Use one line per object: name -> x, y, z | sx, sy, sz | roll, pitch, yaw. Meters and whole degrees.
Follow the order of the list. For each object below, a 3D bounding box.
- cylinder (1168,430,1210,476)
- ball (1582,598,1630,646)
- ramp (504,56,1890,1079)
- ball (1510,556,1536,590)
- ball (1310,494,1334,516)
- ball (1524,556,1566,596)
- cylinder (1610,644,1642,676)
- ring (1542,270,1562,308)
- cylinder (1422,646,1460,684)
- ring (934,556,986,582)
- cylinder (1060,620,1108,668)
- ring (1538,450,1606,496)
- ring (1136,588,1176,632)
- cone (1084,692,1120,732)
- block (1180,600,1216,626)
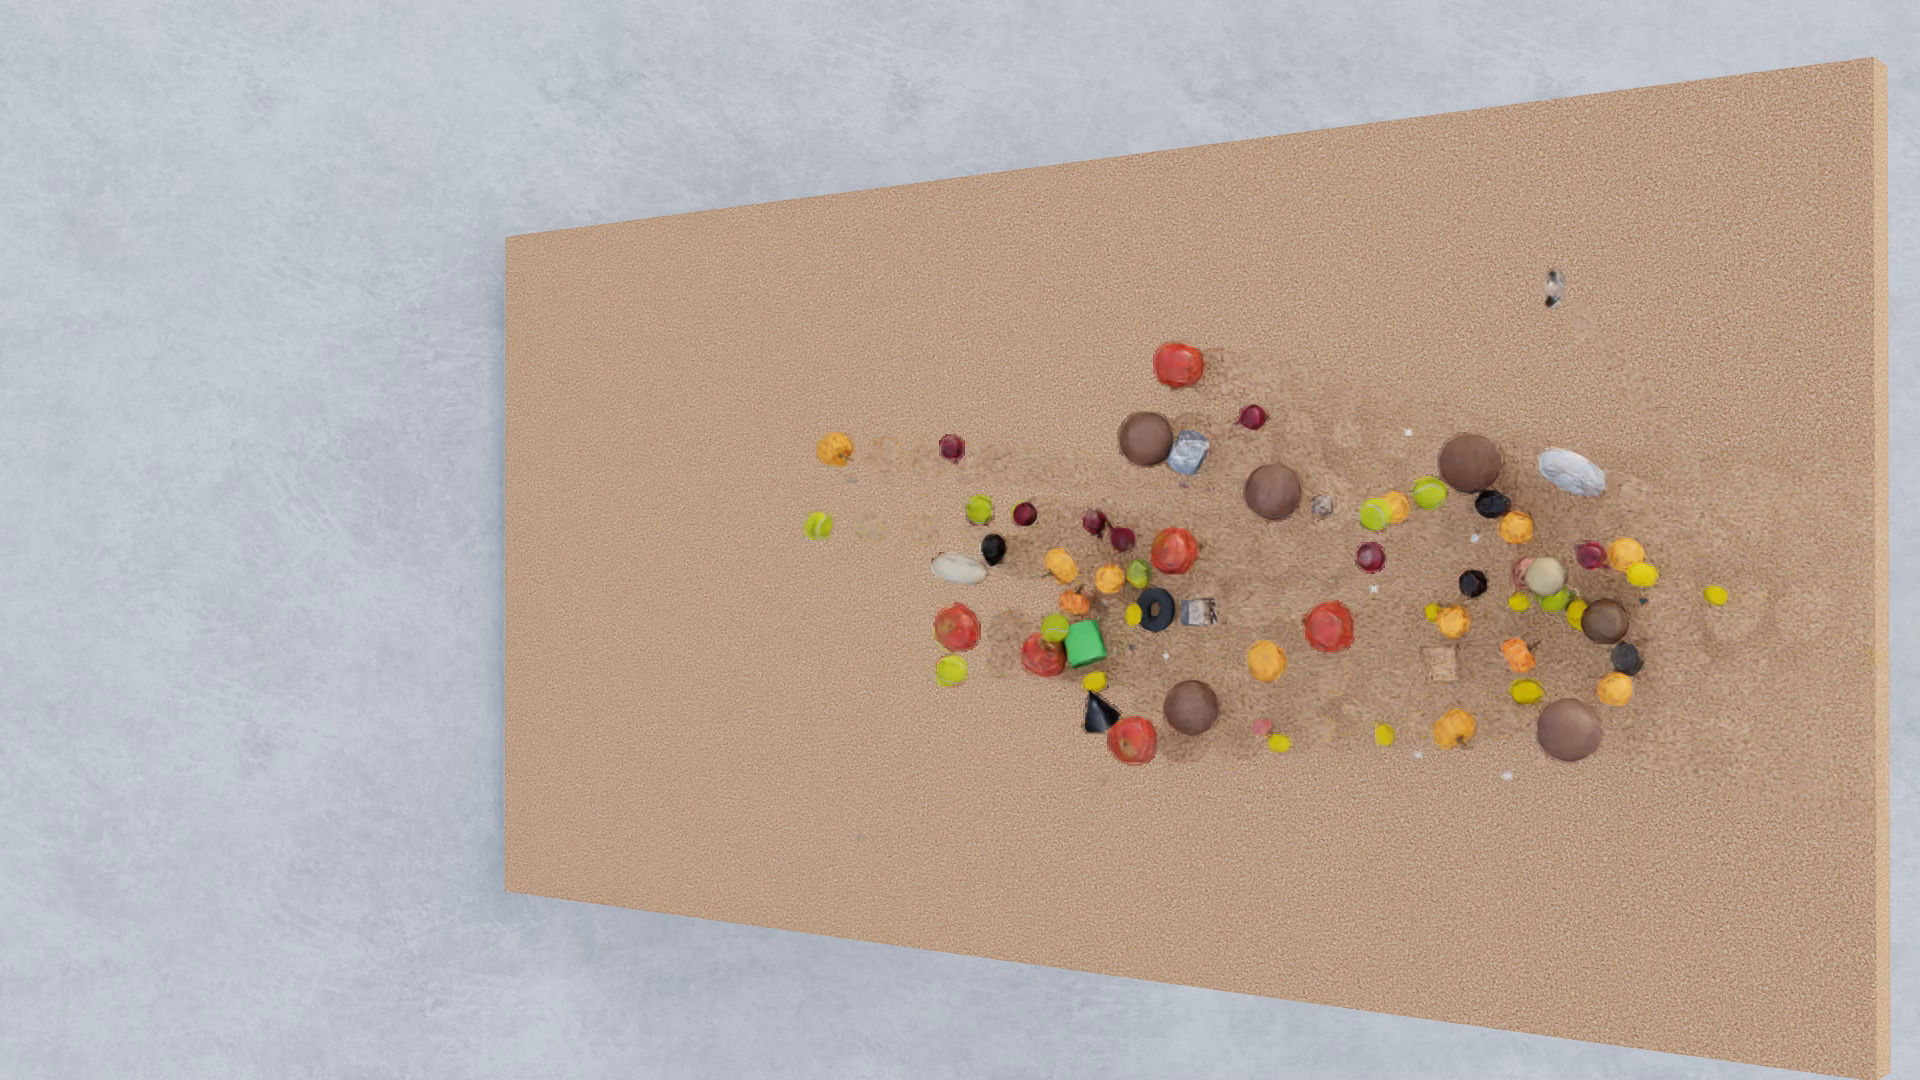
cylinder -> 0.538, -0.207, 5.185 | 0.077, 0.077, 0.077 | 23, 124, 0
ball -> 1.336, 0.170, 4.552 | 0.096, 0.096, 0.096 | 0, 90, 0
ramp -> 0.228, 0.064, 5.545 | 4.000, 0.100, 2.000 | 0, 89, 37
ball -> 1.210, 0.071, 4.684 | 0.074, 0.074, 0.074 | 0, 90, 0
ball -> 0.822, -0.079, 4.995 | 0.053, 0.053, 0.053 | 0, 90, 0
ball -> 1.221, 0.077, 4.583 | 0.084, 0.084, 0.084 | 0, 90, 0
cylinder -> 1.375, 0.247, 4.537 | 0.057, 0.057, 0.057 | -8, 69, 22
ring -> 1.249, -0.528, 4.638 | 0.027, 0.080, 0.080 | 5, 90, -3
cylinder -> 1.048, 0.271, 4.795 | 0.075, 0.075, 0.075 | -6, 87, 0
ring -> -0.001, 0.072, 5.508 | 0.136, 0.136, 0.045 | 13, 101, 0
cylinder -> 0.302, 0.253, 5.364 | 0.093, 0.093, 0.093 | -17, 78, 0
ring -> 1.277, -0.140, 4.589 | 0.145, 0.145, 0.048 | 29, 80, 0
ring -> 0.468, 0.166, 5.275 | 0.108, 0.036, 0.108 | -4, 84, 39
cone -> 0.328, 0.399, 5.303 | 0.093, 0.093, 0.093 | -23, 115, 0
block -> 0.562, 0.170, 5.188 | 0.060, 0.060, 0.060 | -1, 89, 37
